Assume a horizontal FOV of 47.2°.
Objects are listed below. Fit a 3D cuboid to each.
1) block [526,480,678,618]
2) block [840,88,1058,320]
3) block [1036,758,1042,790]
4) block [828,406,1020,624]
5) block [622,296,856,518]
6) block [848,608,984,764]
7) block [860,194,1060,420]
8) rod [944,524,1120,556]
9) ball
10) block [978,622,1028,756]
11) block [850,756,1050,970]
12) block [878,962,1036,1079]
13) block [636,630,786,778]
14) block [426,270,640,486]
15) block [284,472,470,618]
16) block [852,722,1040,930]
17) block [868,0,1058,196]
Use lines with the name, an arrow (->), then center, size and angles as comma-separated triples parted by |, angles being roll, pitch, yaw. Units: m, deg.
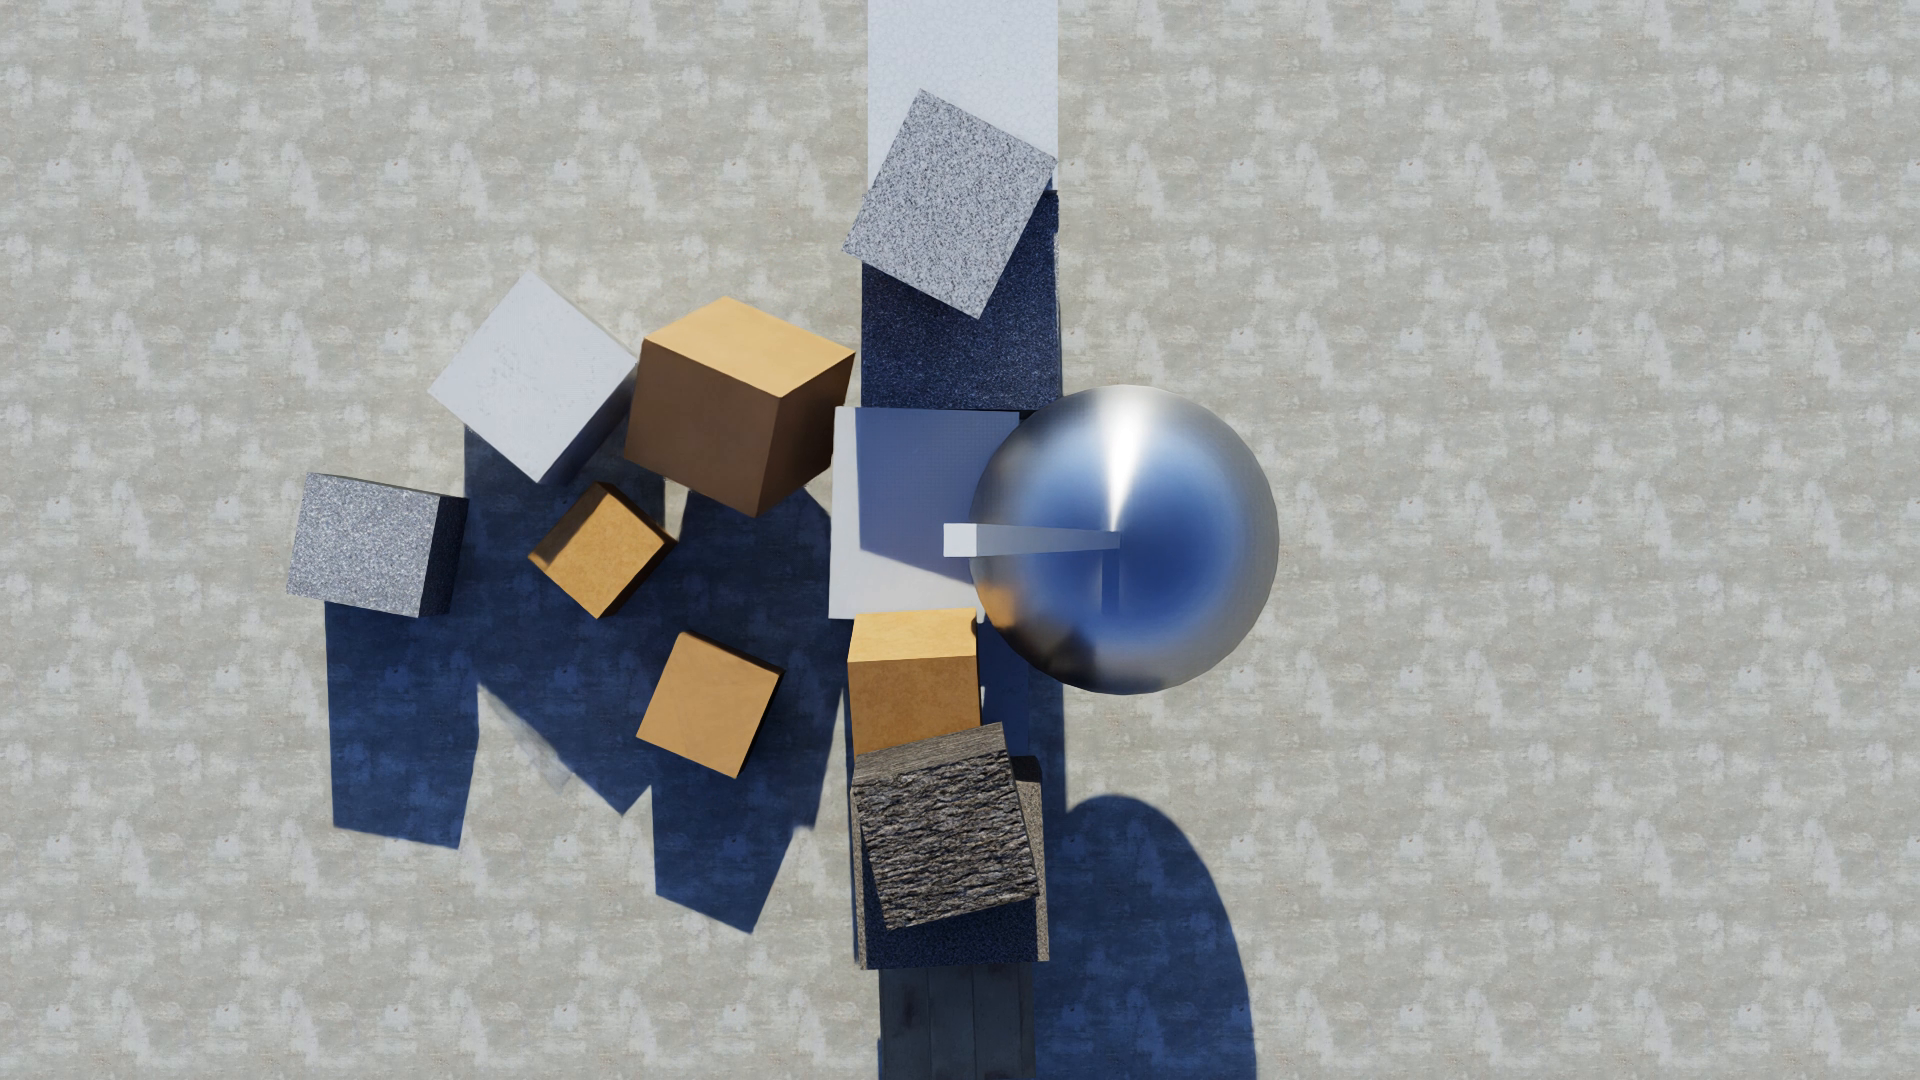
block -> -2.049, 0.055, 12.682 | 0.526, 0.637, 0.575 | 42, 90, 0
block -> -0.053, -1.767, 11.481 | 0.780, 0.903, 0.896 | 26, 100, -5
block -> 0.013, 1.685, 12.570 | 0.881, 0.861, 0.807 | 0, 90, 0
block -> -0.195, -0.135, 12.445 | 0.996, 1.109, 1.146 | 2, 90, 0
block -> -1.236, -0.761, 12.340 | 0.873, 0.852, 0.754 | 24, 120, 17
block -> -0.221, 0.825, 11.568 | 0.651, 0.826, 0.698 | -3, 105, 1
block -> 0.001, -1.303, 12.517 | 1.078, 0.967, 1.175 | 0, 90, 0
rod -> 0.362, 0.000, 7.930 | 0.080, 5.200, 0.080 | 0, 90, 8
ball -> 0.836, 0.000, 11.297 | 1.600, 1.600, 1.600 | 0, 90, 0
block -> -0.013, 0.864, 12.542 | 0.776, 0.916, 0.816 | 0, 90, 0
block -> -0.051, 1.697, 11.687 | 0.976, 0.849, 0.924 | -3, 94, 0
block -> -0.019, 2.557, 12.546 | 0.846, 0.909, 0.837 | -2, 90, 0
block -> -1.432, 0.942, 12.737 | 0.615, 0.526, 0.636 | 23, 90, 0
block -> -2.357, -0.903, 12.559 | 0.792, 0.880, 0.873 | 40, 90, 0
block -> -3.329, 0.027, 12.625 | 0.753, 0.750, 0.687 | 10, 90, 0
block -> -0.070, 1.405, 10.892 | 0.758, 0.659, 0.741 | -13, 97, 1
block -> 0.015, -2.416, 12.458 | 1.030, 1.084, 1.036 | 0, 90, 0
